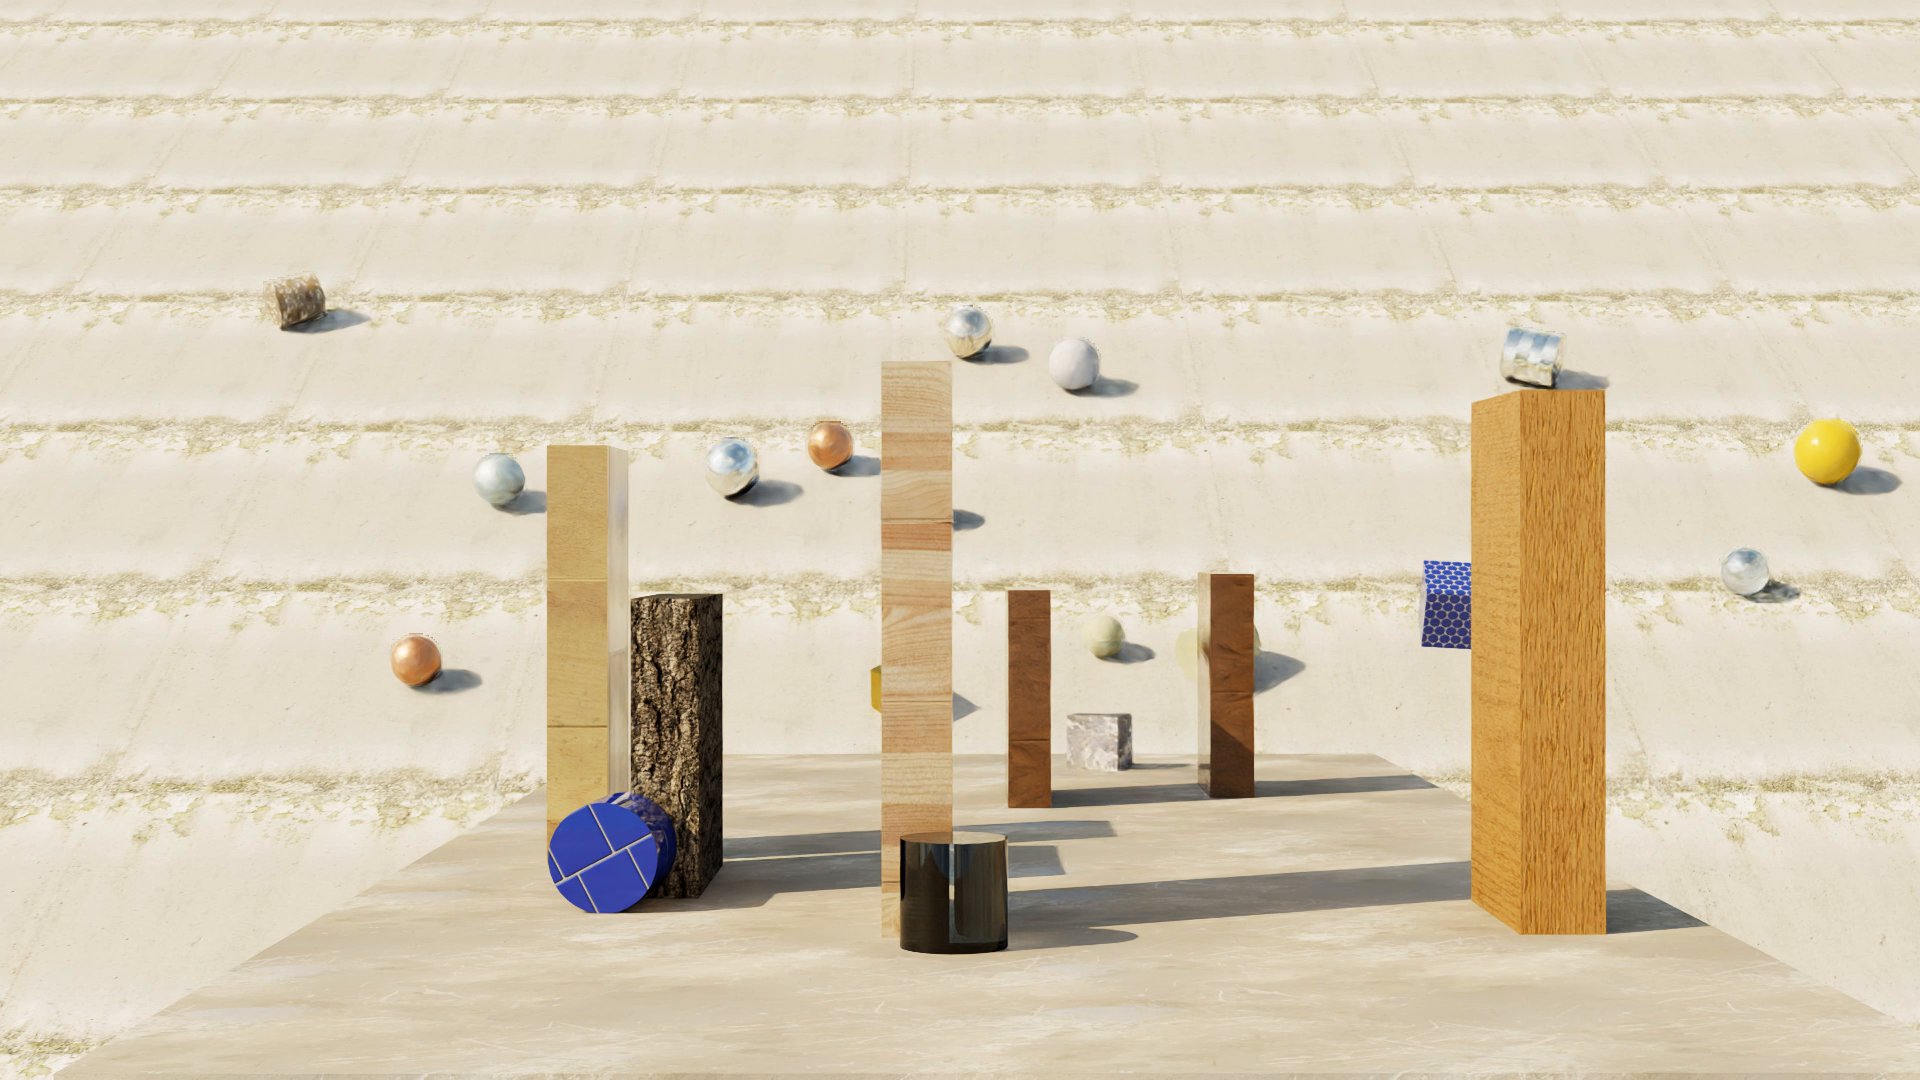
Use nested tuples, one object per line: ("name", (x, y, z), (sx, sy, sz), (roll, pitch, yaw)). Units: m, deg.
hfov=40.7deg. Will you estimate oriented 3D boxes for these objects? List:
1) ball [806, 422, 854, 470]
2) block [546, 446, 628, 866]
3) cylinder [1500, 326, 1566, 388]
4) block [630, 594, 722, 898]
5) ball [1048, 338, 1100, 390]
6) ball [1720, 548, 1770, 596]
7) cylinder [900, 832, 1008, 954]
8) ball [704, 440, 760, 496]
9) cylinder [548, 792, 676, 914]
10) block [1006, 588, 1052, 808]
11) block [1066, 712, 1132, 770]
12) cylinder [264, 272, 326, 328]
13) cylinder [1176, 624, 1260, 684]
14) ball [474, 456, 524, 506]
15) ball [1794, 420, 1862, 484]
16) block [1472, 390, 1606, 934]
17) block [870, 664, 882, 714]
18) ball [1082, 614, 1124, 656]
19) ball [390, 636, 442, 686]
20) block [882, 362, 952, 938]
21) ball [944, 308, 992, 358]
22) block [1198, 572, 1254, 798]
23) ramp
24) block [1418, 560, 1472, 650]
("ball", (-0.408, -0.295, 8.145), (0.148, 0.148, 0.148), (0, 30, 0))
("block", (-0.645, 0.195, 4.497), (0.102, 0.709, 0.280), (0, 0, 0))
("cylinder", (1.917, -0.613, 8.665), (0.174, 0.174, 0.174), (14, 33, 23))
("block", (-0.453, 0.320, 4.168), (0.104, 0.459, 0.409), (0, 0, 0))
("ball", (0.380, -0.584, 8.619), (0.173, 0.173, 0.173), (0, 30, 0))
("ball", (2.271, 0.091, 7.487), (0.137, 0.137, 0.137), (0, 30, 0))
("cylinder", (-0.009, 0.475, 3.495), (0.147, 0.147, 0.147), (0, 0, 0))
("ball", (-0.704, -0.222, 7.990), (0.176, 0.176, 0.176), (0, 30, 0))
("cylinder", (-0.520, 0.468, 3.883), (0.163, 0.163, 0.163), (2, 0, 4))
("block", (0.142, 0.326, 5.466), (0.088, 0.447, 0.344), (0, 0, 0))
("block", (0.337, 0.486, 6.245), (0.128, 0.128, 0.128), (0, 0, 20))
("cylinder", (-2.328, -0.839, 9.068), (0.162, 0.162, 0.162), (-18, 35, -27))
("cylinder", (0.709, 0.293, 7.109), (0.166, 0.166, 0.166), (27, 39, 38))
("ball", (-1.414, -0.183, 7.943), (0.155, 0.155, 0.155), (0, 30, 0))
("ball", (2.700, -0.273, 8.056), (0.199, 0.199, 0.199), (0, 30, 0))
("block", (0.837, 0.170, 3.764), (0.119, 0.756, 0.343), (0, 0, 0))
("block", (-0.155, 0.402, 6.967), (0.121, 0.121, 0.121), (-24, 38, -36))
("ball", (0.400, 0.267, 7.204), (0.117, 0.117, 0.117), (0, 30, 0))
("ball", (-1.487, 0.331, 7.072), (0.138, 0.138, 0.138), (0, 30, 0))
("block", (-0.060, 0.151, 3.760), (0.097, 0.795, 0.383), (0, 0, 0))
("ball", (0.028, -0.707, 8.835), (0.169, 0.169, 0.169), (0, 30, 0))
("block", (0.580, 0.311, 5.660), (0.094, 0.477, 0.293), (0, 0, 0))
("ramp", (0.067, 0.599, 4.658), (2.000, 0.100, 4.000), (0, 0, 0))
("block", (1.392, 0.183, 7.288), (0.178, 0.178, 0.178), (3, 30, 5))
